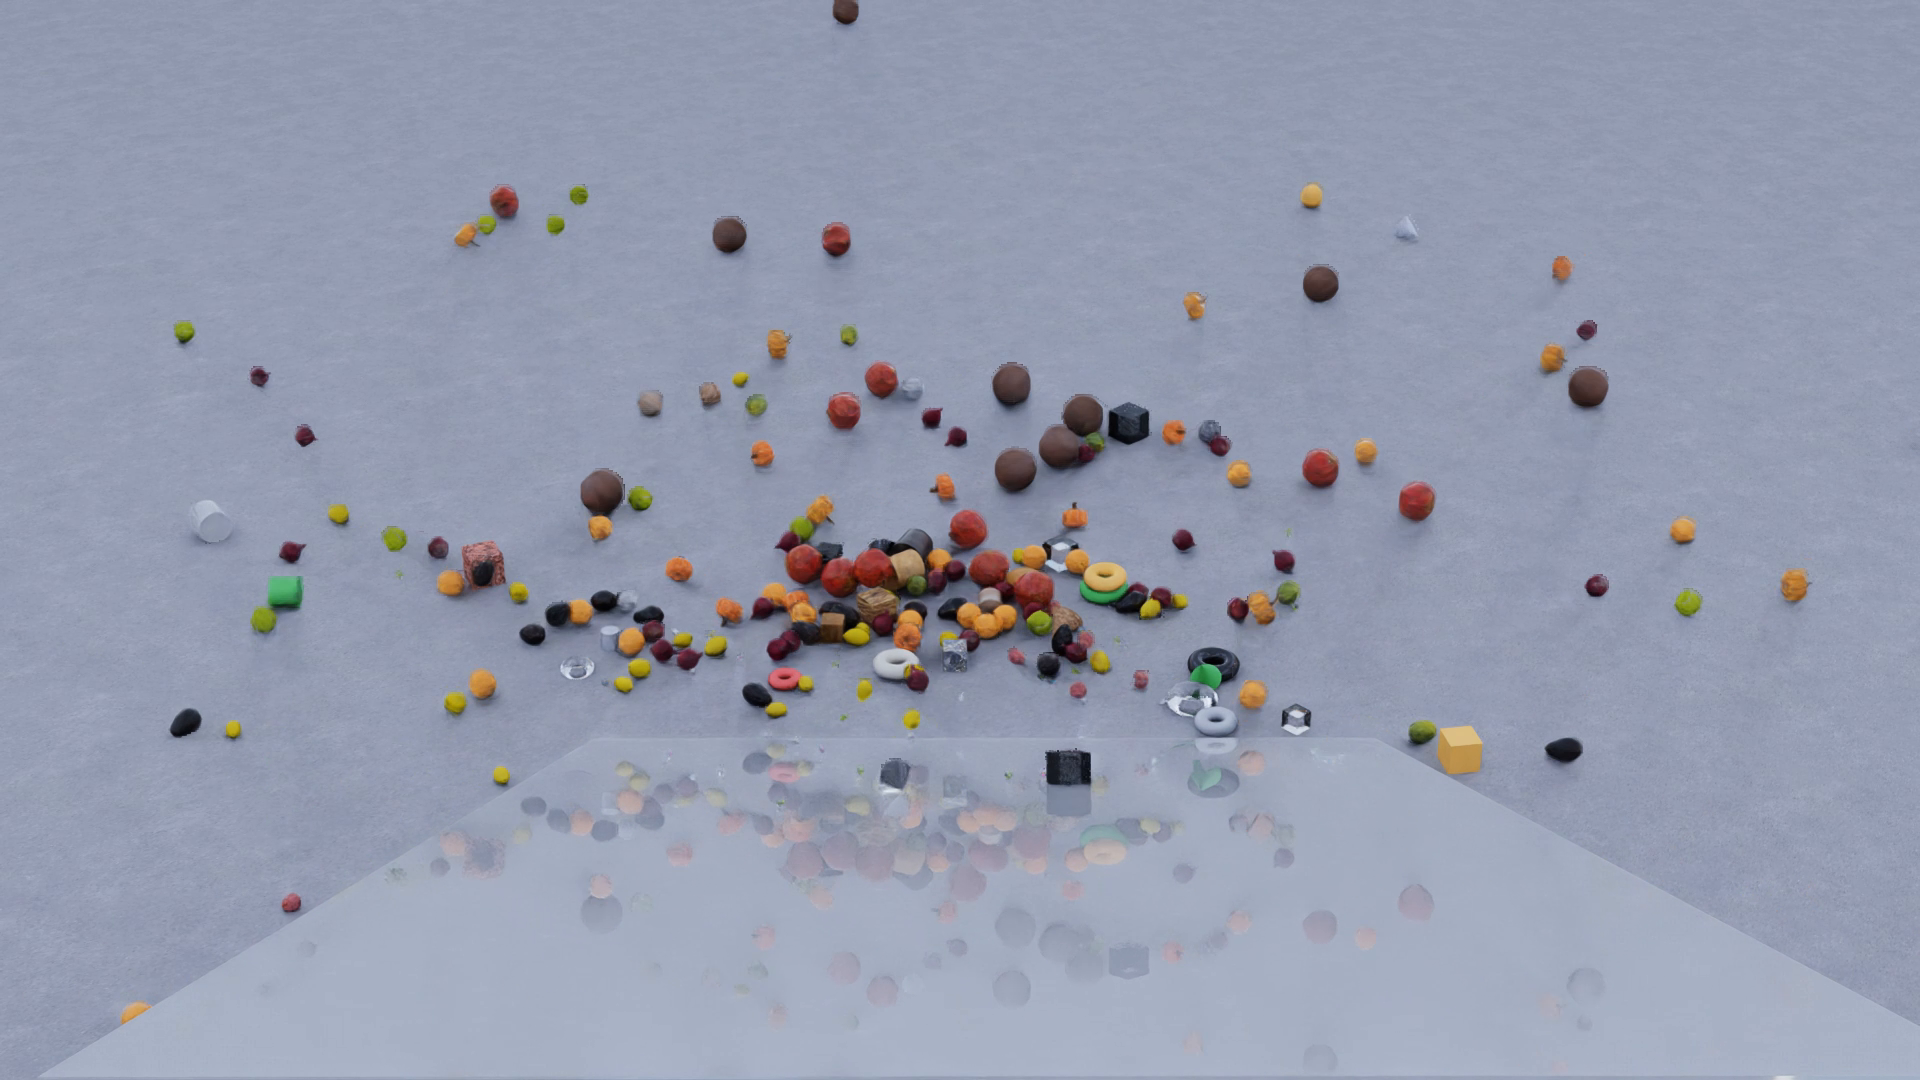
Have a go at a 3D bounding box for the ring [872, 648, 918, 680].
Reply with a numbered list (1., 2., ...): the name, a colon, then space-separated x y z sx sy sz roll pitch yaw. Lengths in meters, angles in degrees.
1. ring: -0.177 0.340 7.067 0.128 0.043 0.128 0 28 0

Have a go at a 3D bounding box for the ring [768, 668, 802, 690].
1. ring: -0.474 0.377 7.010 0.093 0.031 0.093 -1 29 1

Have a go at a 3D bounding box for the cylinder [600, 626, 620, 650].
1. cylinder: -0.972 0.272 7.182 0.050 0.050 0.050 0 28 0

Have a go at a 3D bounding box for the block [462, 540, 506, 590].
1. block: -1.384 0.072 7.504 0.096 0.096 0.096 -13 31 -22

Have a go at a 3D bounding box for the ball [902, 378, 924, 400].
1. ball: -0.155 -0.501 8.584 0.072 0.072 0.072 0 28 0

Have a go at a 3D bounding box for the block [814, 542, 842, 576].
1. block: -0.386 0.055 7.566 0.067 0.067 0.067 8 29 14

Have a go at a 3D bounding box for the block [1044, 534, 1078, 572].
1. block: 0.296 0.038 7.591 0.072 0.072 0.072 -20 34 -33

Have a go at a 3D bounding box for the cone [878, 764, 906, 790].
1. cone: -0.126 0.503 5.364 0.067 0.067 0.067 -15 12 -25

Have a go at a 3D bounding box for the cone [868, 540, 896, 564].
1. cone: -0.226 0.059 7.586 0.089 0.089 0.089 0 56 0

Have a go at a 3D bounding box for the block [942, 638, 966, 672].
1. block: -0.014 0.316 7.085 0.065 0.065 0.065 -1 28 -1

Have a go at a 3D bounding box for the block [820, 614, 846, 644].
1. block: -0.355 0.246 7.219 0.061 0.061 0.061 1 29 3

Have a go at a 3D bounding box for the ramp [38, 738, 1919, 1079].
1. ramp: 0.064 0.575 4.618 2.000 0.100 4.000 0 1 0

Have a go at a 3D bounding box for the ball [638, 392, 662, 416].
1. ball: -1.016 -0.446 8.471 0.083 0.083 0.083 0 28 0

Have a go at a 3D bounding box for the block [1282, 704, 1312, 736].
1. block: 0.886 0.472 6.810 0.053 0.053 0.053 -23 36 -36

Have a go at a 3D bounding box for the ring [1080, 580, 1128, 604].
1. ring: 0.414 0.138 7.434 0.140 0.047 0.140 -1 29 1

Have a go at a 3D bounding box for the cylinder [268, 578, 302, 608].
1. cylinder: -1.926 0.150 7.375 0.080 0.080 0.080 -2 29 -4

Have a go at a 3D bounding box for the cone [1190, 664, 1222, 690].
1. cone: 0.656 0.355 6.959 0.085 0.085 0.085 -6 61 11

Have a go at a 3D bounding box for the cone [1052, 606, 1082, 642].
1. cone: 0.281 0.252 7.228 0.095 0.095 0.095 14 58 25

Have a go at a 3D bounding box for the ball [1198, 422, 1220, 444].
1. ball: 0.798 -0.344 8.299 0.068 0.068 0.068 0 28 0

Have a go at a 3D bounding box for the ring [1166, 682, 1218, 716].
1. ring: 0.620 0.425 6.908 0.137 0.046 0.137 -1 29 0

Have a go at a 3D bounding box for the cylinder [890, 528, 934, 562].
1. cylinder: -0.143 0.032 7.575 0.099 0.099 0.099 11 30 19

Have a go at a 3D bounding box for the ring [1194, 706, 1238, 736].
1. ring: 0.675 0.479 6.815 0.116 0.039 0.116 -1 29 0

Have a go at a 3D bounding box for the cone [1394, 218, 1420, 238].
1. cone: 1.711 -1.169 9.813 0.085 0.085 0.085 -23 46 -36

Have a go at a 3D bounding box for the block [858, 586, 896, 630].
1. block: -0.234 0.193 7.297 0.080 0.080 0.080 -20 34 -32

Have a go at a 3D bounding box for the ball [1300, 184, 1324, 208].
1. ball: 1.380 -1.347 10.126 0.089 0.089 0.089 0 28 0

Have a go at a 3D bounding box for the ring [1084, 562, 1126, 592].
1. ring: 0.415 0.106 7.403 0.126 0.042 0.126 -1 31 1

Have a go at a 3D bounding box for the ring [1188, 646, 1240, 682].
1. ring: 0.693 0.340 7.061 0.143 0.048 0.143 0 30 0

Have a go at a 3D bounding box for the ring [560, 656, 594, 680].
1. ring: -1.045 0.349 7.062 0.092 0.031 0.092 0 30 0

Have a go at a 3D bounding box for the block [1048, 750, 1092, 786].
1. block: 0.232 0.484 5.489 0.066 0.066 0.066 0 1 -38

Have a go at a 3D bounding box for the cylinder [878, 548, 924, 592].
1. cylinder: -0.170 0.087 7.474 0.098 0.098 0.098 -21 35 -34

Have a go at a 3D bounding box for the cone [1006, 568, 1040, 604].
1. cone: 0.184 0.147 7.420 0.099 0.099 0.099 -3 55 -5

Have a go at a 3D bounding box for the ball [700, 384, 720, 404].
1. ball: -0.827 -0.482 8.554 0.069 0.069 0.069 0 28 0

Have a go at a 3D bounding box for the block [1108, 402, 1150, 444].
1. block: 0.545 -0.376 8.334 0.091 0.091 0.091 -25 37 -38

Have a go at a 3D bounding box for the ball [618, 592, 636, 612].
1. ball: -0.947 0.176 7.354 0.056 0.056 0.056 0 28 0

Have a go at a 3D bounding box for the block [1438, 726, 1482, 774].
1. block: 1.286 0.540 6.652 0.085 0.085 0.085 -5 29 -9

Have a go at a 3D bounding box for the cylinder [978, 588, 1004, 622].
1. cylinder: 0.086 0.183 7.326 0.071 0.071 0.071 -1 31 -1
